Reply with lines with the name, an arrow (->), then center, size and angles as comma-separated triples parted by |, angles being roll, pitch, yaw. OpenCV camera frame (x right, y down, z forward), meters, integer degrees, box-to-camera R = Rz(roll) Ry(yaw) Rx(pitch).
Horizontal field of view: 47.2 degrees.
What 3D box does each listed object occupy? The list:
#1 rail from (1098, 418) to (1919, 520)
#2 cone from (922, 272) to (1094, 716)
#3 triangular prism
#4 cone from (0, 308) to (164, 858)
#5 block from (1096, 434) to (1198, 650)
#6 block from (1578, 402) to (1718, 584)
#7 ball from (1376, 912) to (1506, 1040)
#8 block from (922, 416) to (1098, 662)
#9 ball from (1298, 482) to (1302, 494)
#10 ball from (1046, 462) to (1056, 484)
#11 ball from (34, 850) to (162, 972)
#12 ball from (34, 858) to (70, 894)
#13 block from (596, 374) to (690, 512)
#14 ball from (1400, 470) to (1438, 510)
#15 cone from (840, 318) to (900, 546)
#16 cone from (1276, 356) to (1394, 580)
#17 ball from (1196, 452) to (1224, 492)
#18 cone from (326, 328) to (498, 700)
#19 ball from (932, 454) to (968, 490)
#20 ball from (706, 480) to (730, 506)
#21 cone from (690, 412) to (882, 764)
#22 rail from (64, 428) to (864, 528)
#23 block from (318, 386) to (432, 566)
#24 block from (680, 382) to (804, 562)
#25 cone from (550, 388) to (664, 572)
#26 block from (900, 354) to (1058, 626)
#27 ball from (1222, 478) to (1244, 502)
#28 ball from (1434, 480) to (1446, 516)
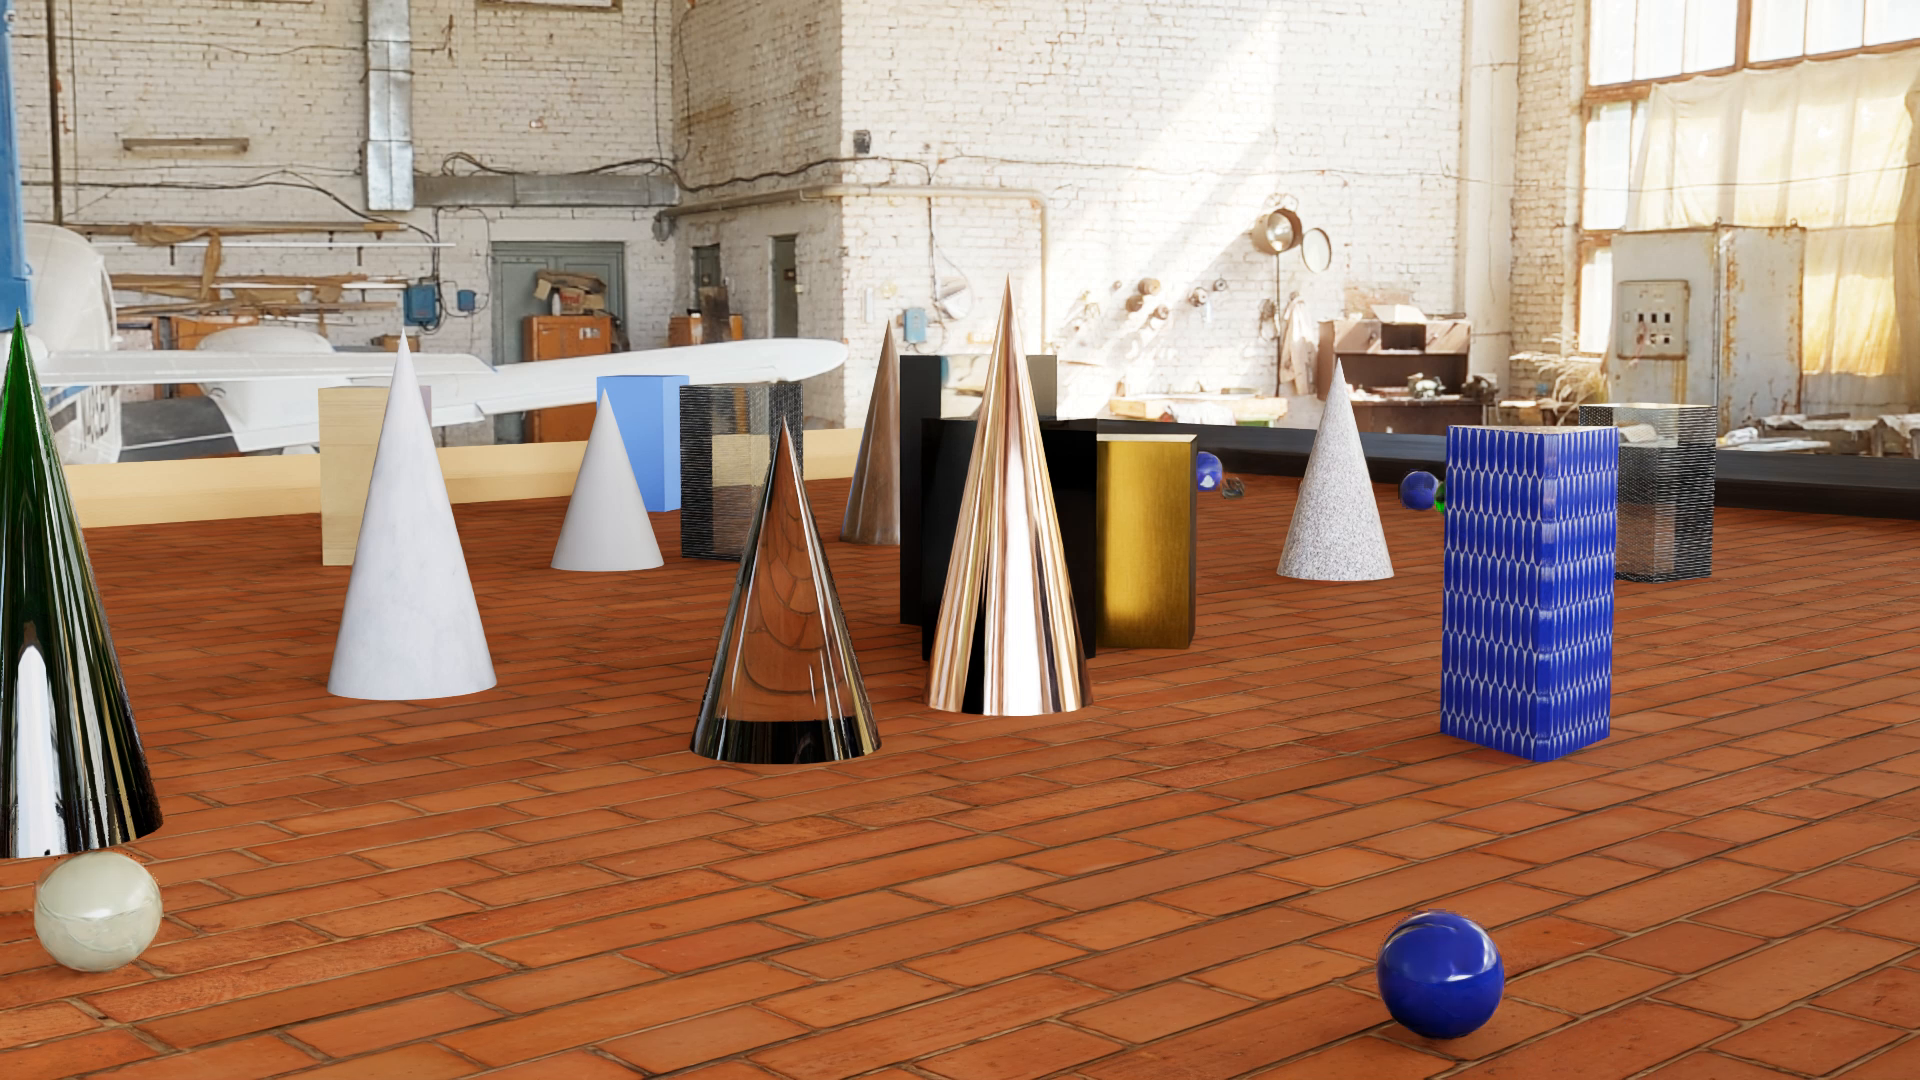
rail -> 1.755, -0.135, 4.943 | 0.045, 0.129, 4.189 | -5, 8, -42
cone -> 0.054, -0.060, 2.499 | 0.198, 0.490, 0.198 | 0, 6, 0
triangular prism -> 0.569, 0.047, 2.272 | 0.148, 0.325, 0.171 | 5, 7, 37
cone -> -0.790, 0.026, 1.867 | 0.198, 0.449, 0.198 | 0, 6, 0
block -> 0.236, -0.002, 2.976 | 0.158, 0.274, 0.158 | 1, 6, 9
block -> 1.149, -0.082, 3.688 | 0.158, 0.287, 0.158 | -4, 7, -37
ball -> 0.295, 0.267, 1.349 | 0.077, 0.077, 0.077 | 0, 6, 0
block -> 0.063, -0.001, 2.803 | 0.158, 0.309, 0.158 | 5, 8, 39
ball -> 0.804, -0.111, 4.941 | 0.084, 0.084, 0.084 | 0, 6, 0
ball -> 0.209, -0.164, 5.527 | 0.069, 0.069, 0.069 | 0, 6, 0
ball -> -0.582, 0.251, 1.486 | 0.081, 0.081, 0.081 | 0, 6, 0
ball -> -0.651, 0.256, 1.606 | 0.046, 0.046, 0.046 | 0, 6, 0
block -> -0.713, -0.221, 4.965 | 0.158, 0.298, 0.158 | 2, 6, 14
ball -> 1.027, -0.110, 4.908 | 0.089, 0.089, 0.089 | 0, 6, 0
cone -> -0.137, -0.215, 4.264 | 0.198, 0.431, 0.198 | 0, 6, 0
cone -> 0.637, -0.126, 3.718 | 0.198, 0.368, 0.198 | 0, 6, 0
ball -> 0.598, -0.168, 5.413 | 0.099, 0.099, 0.099 | 0, 6, 0
cone -> -0.653, -0.039, 2.600 | 0.198, 0.426, 0.198 | 0, 6, 0
ball -> -0.026, -0.168, 5.475 | 0.087, 0.087, 0.087 | 0, 6, 0
ball -> -0.555, -0.109, 5.047 | 0.058, 0.058, 0.058 | 0, 6, 0
cone -> -0.179, 0.040, 2.244 | 0.198, 0.343, 0.198 | 0, 6, 0
rail -> -1.404, -0.124, 4.845 | 4.824, 0.129, 0.045 | -5, 8, -42
block -> -1.037, -0.118, 3.919 | 0.158, 0.310, 0.158 | 0, 6, 0
block -> -0.394, -0.125, 3.982 | 0.158, 0.312, 0.158 | 4, 7, 32
cone -> -0.620, -0.112, 3.850 | 0.198, 0.312, 0.198 | 0, 6, 0
block -> 0.026, -0.072, 3.128 | 0.158, 0.383, 0.158 | 5, 8, 41
ball -> 0.640, -0.119, 5.156 | 0.055, 0.055, 0.055 | 0, 6, 0
ball -> 1.060, -0.090, 4.693 | 0.094, 0.094, 0.094 | 0, 6, 0
